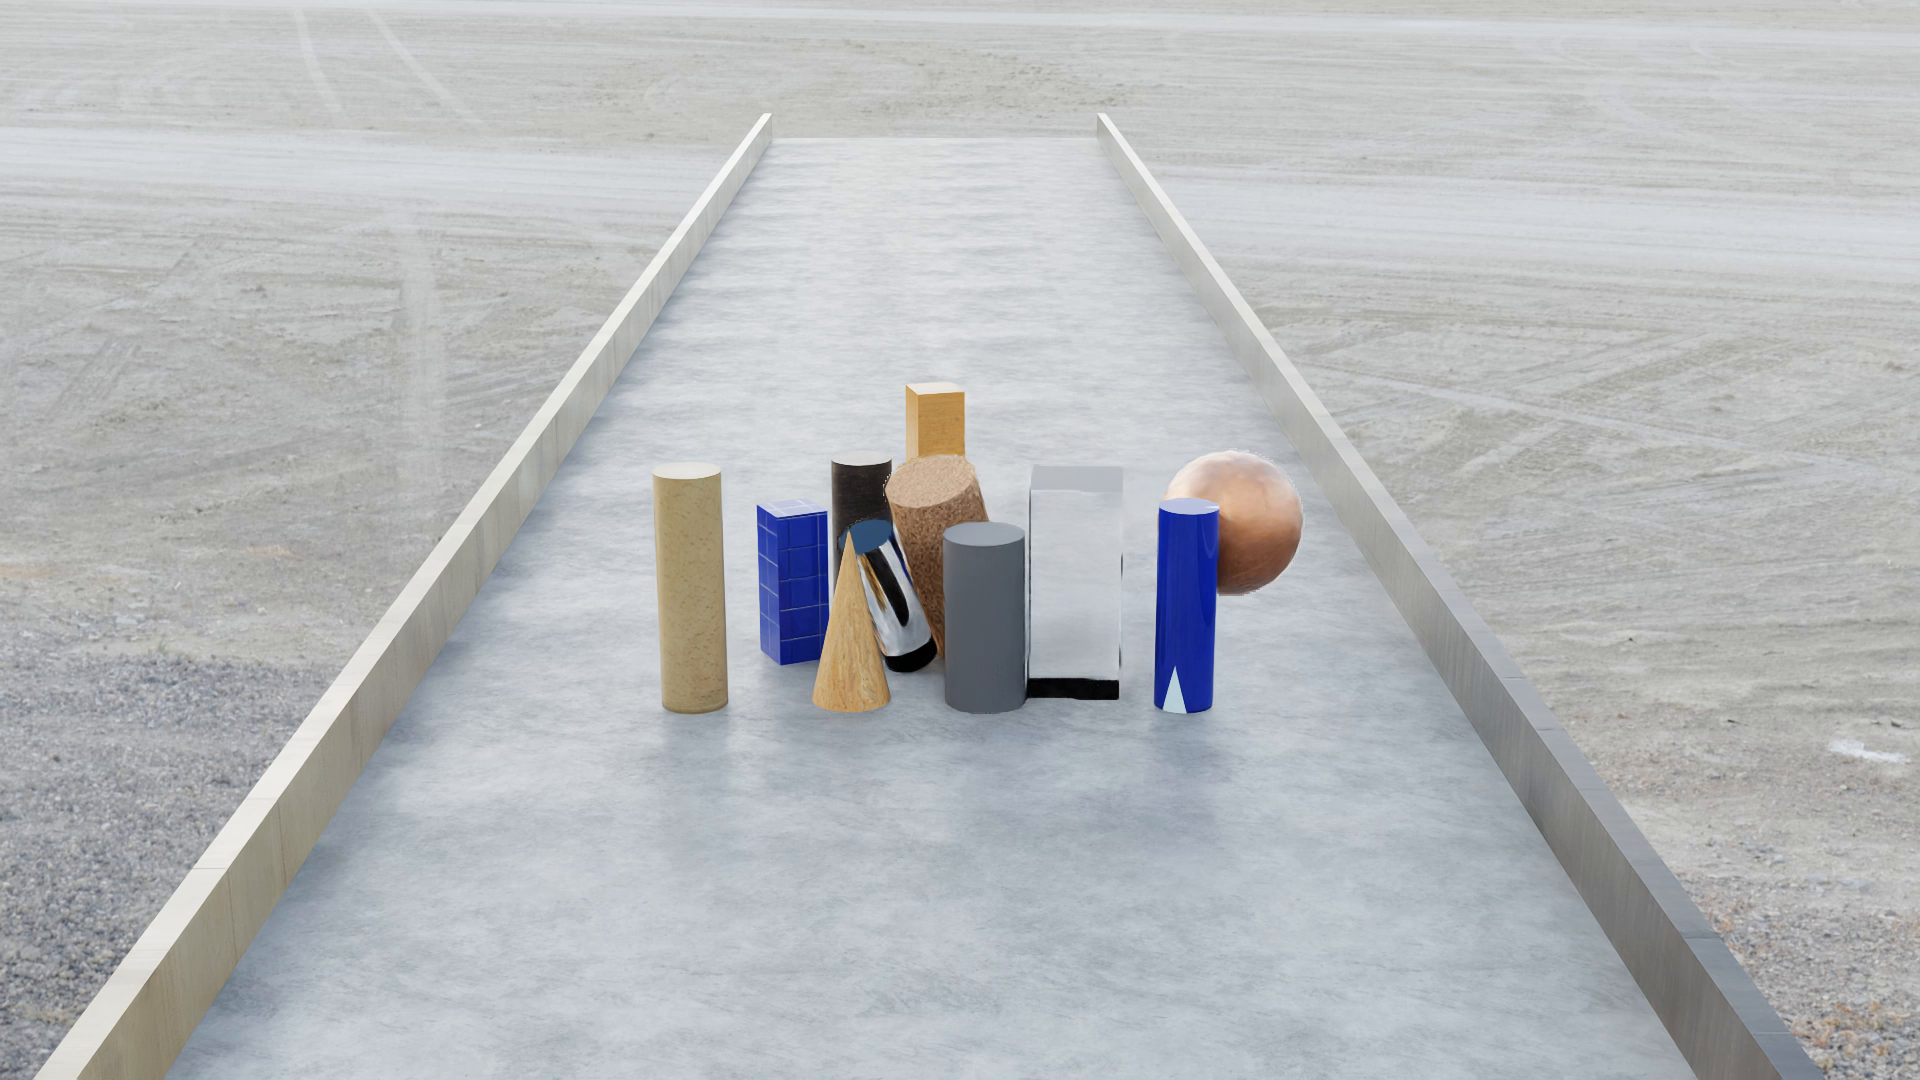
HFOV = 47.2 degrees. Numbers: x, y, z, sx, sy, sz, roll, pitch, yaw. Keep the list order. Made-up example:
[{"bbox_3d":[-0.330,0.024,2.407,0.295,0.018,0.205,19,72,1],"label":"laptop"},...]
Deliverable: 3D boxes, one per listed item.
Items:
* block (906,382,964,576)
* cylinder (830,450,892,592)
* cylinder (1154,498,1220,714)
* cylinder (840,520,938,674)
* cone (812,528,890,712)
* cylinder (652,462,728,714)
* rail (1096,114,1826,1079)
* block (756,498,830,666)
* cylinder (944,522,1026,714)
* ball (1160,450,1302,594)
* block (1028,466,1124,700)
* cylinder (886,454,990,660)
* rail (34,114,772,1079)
[{"bbox_3d":[-0.055,-0.127,4.895,0.106,0.432,0.106,-5,17,-15],"label":"block"},{"bbox_3d":[-0.206,-0.005,4.635,0.127,0.347,0.127,0,17,0],"label":"cylinder"},{"bbox_3d":[0.425,0.123,4.130,0.113,0.389,0.113,0,17,0],"label":"cylinder"},{"bbox_3d":[-0.139,0.111,4.290,0.107,0.304,0.107,-13,35,9],"label":"cylinder"},{"bbox_3d":[-0.208,0.140,4.162,0.151,0.340,0.151,0,17,0],"label":"cone"},{"bbox_3d":[-0.504,0.090,4.122,0.126,0.457,0.126,0,17,0],"label":"cylinder"},{"bbox_3d":[0.932,-0.844,7.801,0.050,0.150,12.000,0,17,-1],"label":"rail"},{"bbox_3d":[-0.334,0.083,4.409,0.108,0.307,0.108,-8,18,-25],"label":"block"},{"bbox_3d":[0.047,0.146,4.147,0.154,0.332,0.154,-1,18,0],"label":"cylinder"},{"bbox_3d":[0.531,-0.034,4.334,0.284,0.284,0.284,0,17,0],"label":"ball"},{"bbox_3d":[0.223,0.081,4.225,0.175,0.414,0.175,1,18,4],"label":"block"},{"bbox_3d":[-0.013,0.039,4.354,0.178,0.384,0.178,-11,34,7],"label":"cylinder"},{"bbox_3d":[-1.118,-0.838,7.780,0.050,0.150,12.000,0,17,-1],"label":"rail"}]
